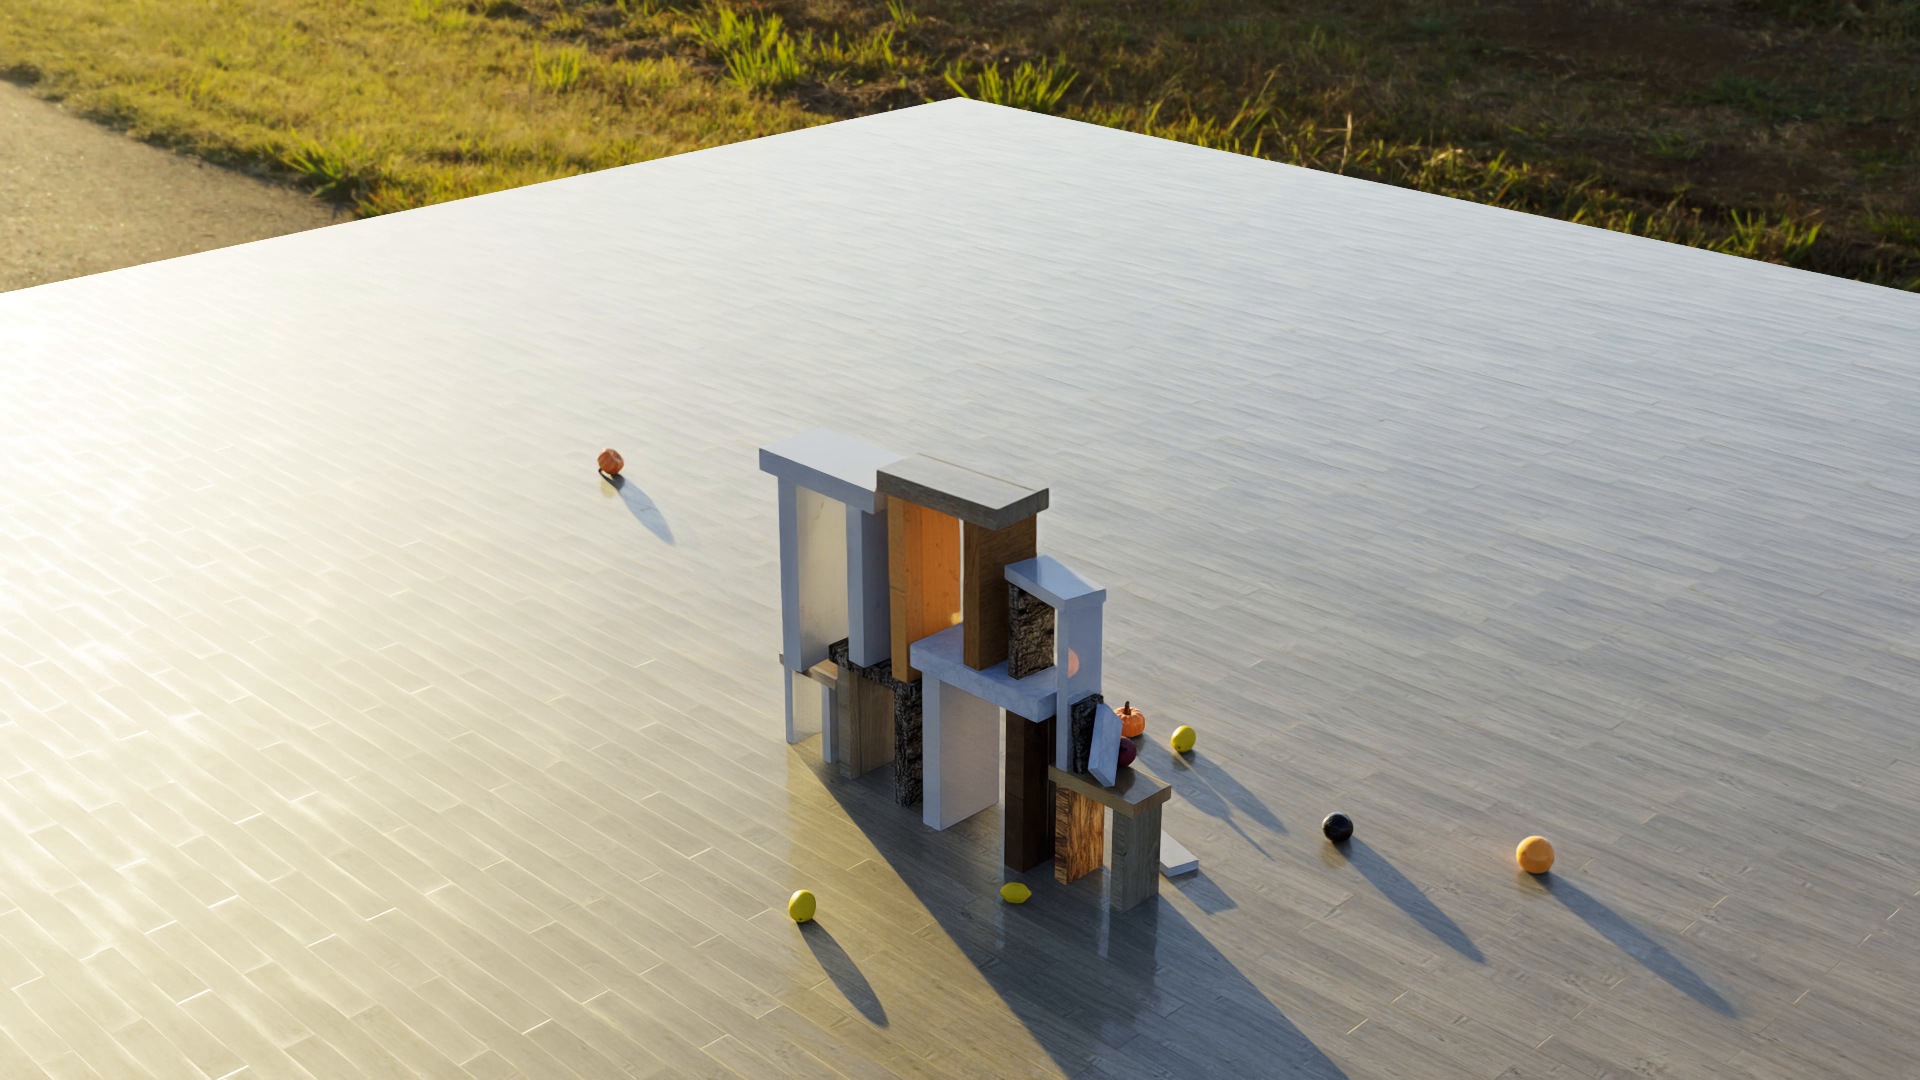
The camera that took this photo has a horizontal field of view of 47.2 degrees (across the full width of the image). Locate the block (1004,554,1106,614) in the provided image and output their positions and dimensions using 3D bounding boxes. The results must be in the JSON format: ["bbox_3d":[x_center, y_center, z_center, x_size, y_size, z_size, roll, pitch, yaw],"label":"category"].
[{"bbox_3d":[0.175,0.080,4.062,0.094,0.027,0.189,-15,27,-31],"label":"block"}]

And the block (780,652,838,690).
[{"bbox_3d":[-0.290,0.264,4.648,0.090,0.025,0.179,-21,31,-41],"label":"block"}]

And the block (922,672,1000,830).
[{"bbox_3d":[0.003,0.395,4.395,0.170,0.339,0.048,-21,31,-41],"label":"block"}]

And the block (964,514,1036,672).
[{"bbox_3d":[0.076,0.084,4.182,0.152,0.303,0.043,-21,31,-40],"label":"block"}]

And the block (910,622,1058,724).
[{"bbox_3d":[0.083,0.248,4.245,0.339,0.048,0.170,21,31,40],"label":"block"}]

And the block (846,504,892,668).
[{"bbox_3d":[-0.144,0.071,4.413,0.171,0.341,0.048,-19,29,-37],"label":"block"}]

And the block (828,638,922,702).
[{"bbox_3d":[-0.134,0.250,4.474,0.255,0.036,0.127,21,31,41],"label":"block"}]

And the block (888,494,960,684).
[{"bbox_3d":[-0.069,0.072,4.334,0.043,0.400,0.152,20,30,41],"label":"block"}]

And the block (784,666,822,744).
[{"bbox_3d":[-0.334,0.341,4.727,0.025,0.179,0.090,22,31,40],"label":"block"}]

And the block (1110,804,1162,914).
[{"bbox_3d":[0.330,0.583,4.116,0.030,0.212,0.106,21,31,41],"label":"block"}]

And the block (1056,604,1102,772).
[{"bbox_3d":[0.222,0.263,4.093,0.027,0.335,0.095,20,30,40],"label":"block"}]

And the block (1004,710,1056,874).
[{"bbox_3d":[0.163,0.458,4.248,0.048,0.339,0.170,21,31,41],"label":"block"}]

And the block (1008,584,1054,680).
[{"bbox_3d":[0.135,0.161,4.147,0.094,0.189,0.027,-19,30,-38],"label":"block"}]

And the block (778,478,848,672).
[{"bbox_3d":[-0.299,0.048,4.578,0.048,0.427,0.171,16,28,34],"label":"block"}]

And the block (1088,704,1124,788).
[{"bbox_3d":[0.270,0.380,4.076,0.020,0.069,0.138,-11,51,30],"label":"block"}]

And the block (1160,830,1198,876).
[{"bbox_3d":[0.399,0.610,4.299,0.069,0.020,0.138,-12,26,-26],"label":"block"}]

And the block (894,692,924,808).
[{"bbox_3d":[-0.074,0.407,4.476,0.036,0.255,0.127,21,31,41],"label":"block"}]

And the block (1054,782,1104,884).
[{"bbox_3d":[0.230,0.544,4.208,0.030,0.211,0.106,21,31,41],"label":"block"}]

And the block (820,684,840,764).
[{"bbox_3d":[-0.250,0.374,4.650,0.025,0.179,0.090,21,31,41],"label":"block"}]

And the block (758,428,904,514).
[{"bbox_3d":[-0.227,-0.142,4.415,0.341,0.048,0.171,21,31,40],"label":"block"}]

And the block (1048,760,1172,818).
[{"bbox_3d":[0.279,0.452,4.115,0.211,0.030,0.106,21,31,41],"label":"block"}]

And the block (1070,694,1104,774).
[{"bbox_3d":[0.240,0.363,4.110,0.020,0.138,0.069,16,27,42],"label":"block"}]

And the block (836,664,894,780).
[{"bbox_3d":[-0.194,0.360,4.586,0.036,0.255,0.127,21,31,41],"label":"block"}]

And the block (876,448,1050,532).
[{"bbox_3d":[0.003,-0.097,4.166,0.303,0.043,0.152,19,30,37],"label":"block"}]
